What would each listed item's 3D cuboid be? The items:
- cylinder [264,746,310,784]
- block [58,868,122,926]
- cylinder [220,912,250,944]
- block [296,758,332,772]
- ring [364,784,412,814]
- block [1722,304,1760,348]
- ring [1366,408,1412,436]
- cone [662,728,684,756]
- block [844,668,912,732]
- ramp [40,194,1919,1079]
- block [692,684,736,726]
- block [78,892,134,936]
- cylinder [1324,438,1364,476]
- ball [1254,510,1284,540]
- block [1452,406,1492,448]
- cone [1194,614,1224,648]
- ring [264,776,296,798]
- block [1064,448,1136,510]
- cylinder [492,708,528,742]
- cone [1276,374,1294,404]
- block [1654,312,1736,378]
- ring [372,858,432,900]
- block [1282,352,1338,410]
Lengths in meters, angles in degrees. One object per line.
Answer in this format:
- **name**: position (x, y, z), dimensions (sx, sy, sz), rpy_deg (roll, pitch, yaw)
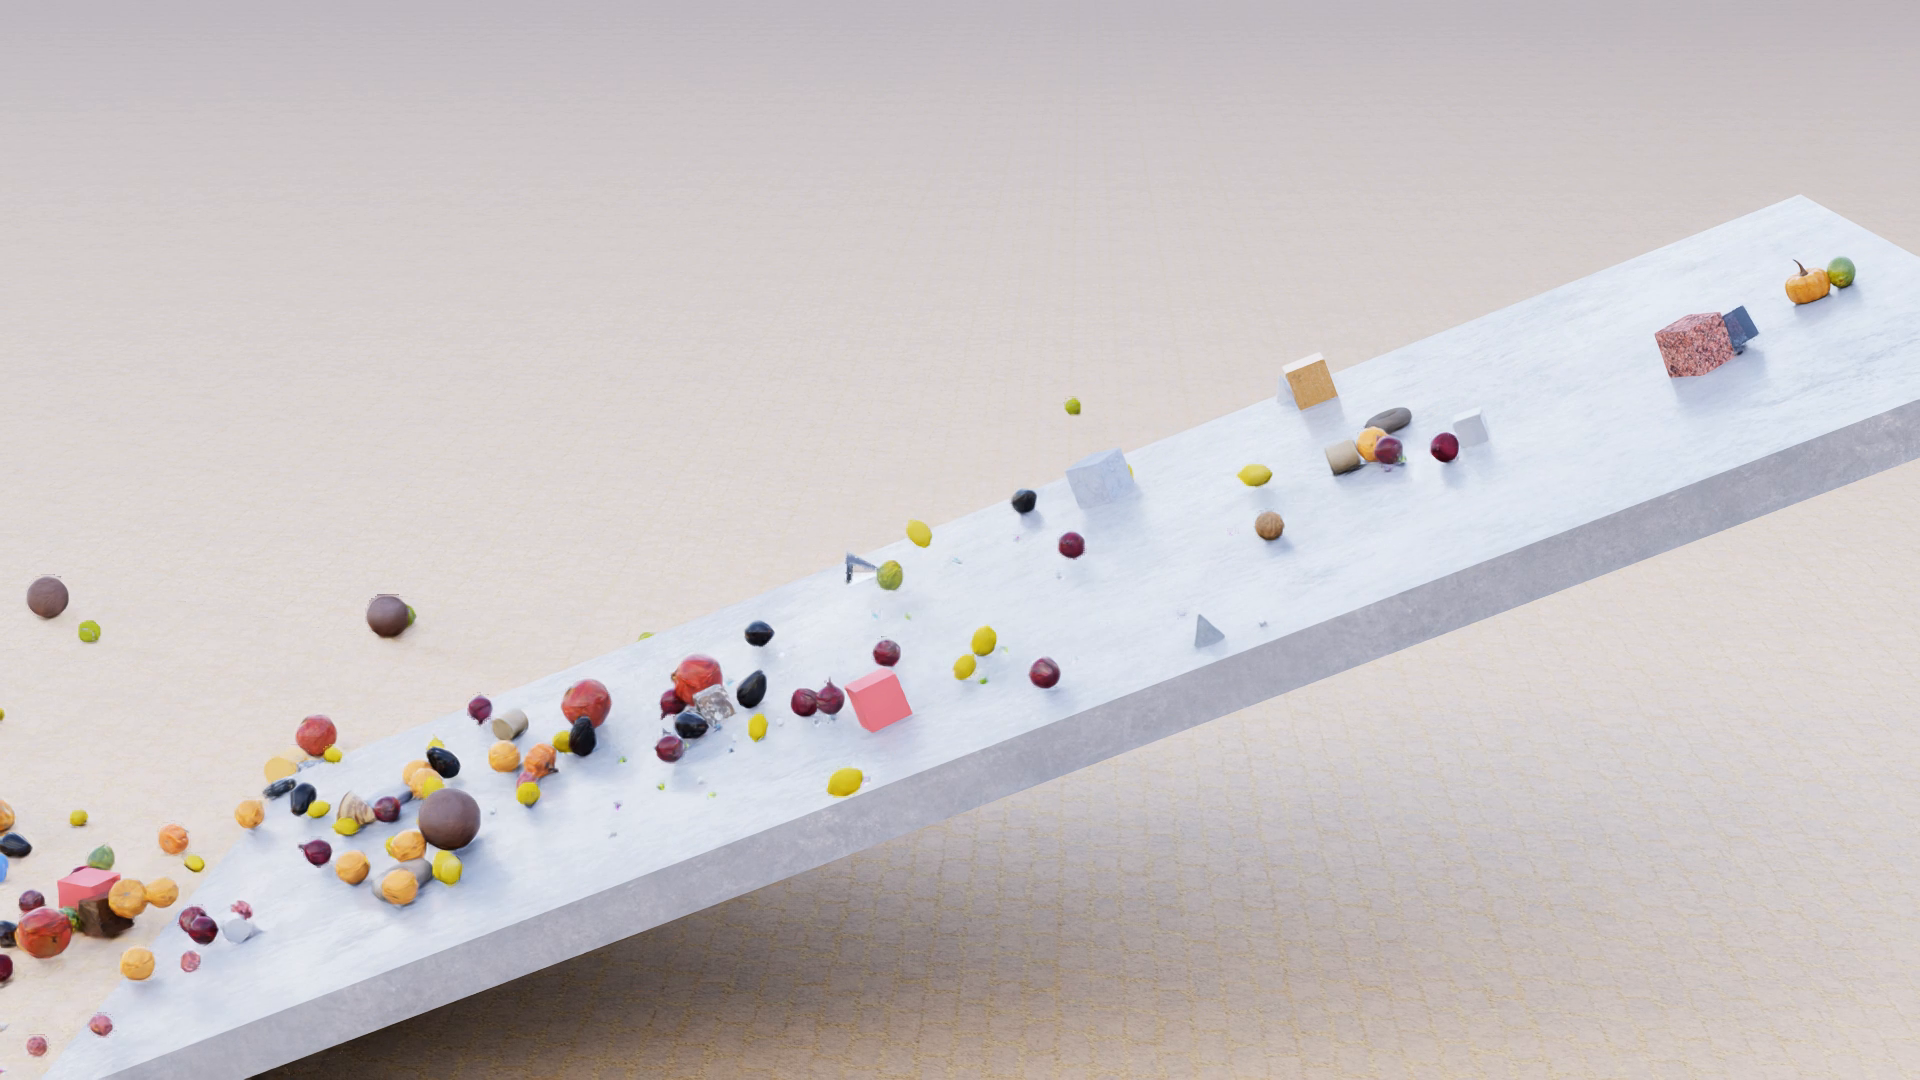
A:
- **cylinder**: position (-1.763, 0.598, 7.712), dimensions (0.087, 0.087, 0.087), rpy_deg (5, 20, 18)
- **block**: position (-2.002, 0.823, 6.774), dimensions (0.100, 0.100, 0.100), rpy_deg (6, 15, 24)
- **cylinder**: position (-1.504, 0.805, 6.104), dimensions (0.053, 0.053, 0.053), rpy_deg (-5, 8, -21)
- **block**: position (-1.650, 0.626, 7.579), dimensions (0.096, 0.096, 0.096), rpy_deg (-5, 15, -21)
- **ring**: position (-1.304, 0.592, 6.716), dimensions (0.116, 0.039, 0.116), rpy_deg (-20, 12, 4)
- **block**: position (1.536, -0.417, 5.866), dimensions (0.067, 0.067, 0.067), rpy_deg (-28, -3, -24)
- **ring**: position (0.929, -0.256, 6.380), dimensions (0.106, 0.035, 0.106), rpy_deg (-22, 11, 4)
- **cone**: position (-0.614, 0.419, 6.183), dimensions (0.054, 0.054, 0.054), rpy_deg (-22, 12, 5)
- **block**: position (-0.160, 0.312, 5.746), dimensions (0.088, 0.088, 0.088), rpy_deg (-25, 12, -13)
- **ramp**: position (0.124, 0.173, 6.290), dimensions (4.000, 0.100, 2.000), rpy_deg (-21, 12, 7)
- **block**: position (-0.527, 0.353, 6.294), dimensions (0.063, 0.063, 0.063), rpy_deg (-26, 12, -14)
- **block**: position (-1.940, 0.848, 6.678), dimensions (0.081, 0.081, 0.081), rpy_deg (-6, 6, 43)
- **cylinder**: position (0.806, -0.175, 6.181), dimensions (0.063, 0.063, 0.063), rpy_deg (-25, 8, 16)
- **ball**: position (0.620, -0.029, 5.891), dimensions (0.059, 0.059, 0.059), rpy_deg (0, 14, 0)
- **block**: position (1.043, -0.229, 5.997), dimensions (0.059, 0.059, 0.059), rpy_deg (-18, 13, 20)
- **cone**: position (0.447, 0.159, 5.387), dimensions (0.059, 0.059, 0.059), rpy_deg (-22, 12, 5)
- **ring**: position (-1.697, 0.618, 7.336), dimensions (0.087, 0.029, 0.087), rpy_deg (-22, 11, 4)
- **block**: position (0.325, -0.142, 6.820), dimensions (0.099, 0.099, 0.099), rpy_deg (-12, 16, 42)
- **cylinder**: position (-1.054, 0.433, 6.893), dimensions (0.060, 0.060, 0.060), rpy_deg (9, 28, 31)
- **cone**: position (0.778, -0.371, 7.084), dimensions (0.063, 0.063, 0.063), rpy_deg (-22, 12, 5)
- **block**: position (1.461, -0.388, 5.845), dimensions (0.096, 0.096, 0.096), rpy_deg (-28, 13, -25)
- **ring**: position (-1.133, 0.689, 5.973), dimensions (0.130, 0.043, 0.130), rpy_deg (-21, 13, 5)
- **block**: position (0.825, -0.375, 6.937), dimensions (0.095, 0.095, 0.095), rpy_deg (-21, 12, 5)
